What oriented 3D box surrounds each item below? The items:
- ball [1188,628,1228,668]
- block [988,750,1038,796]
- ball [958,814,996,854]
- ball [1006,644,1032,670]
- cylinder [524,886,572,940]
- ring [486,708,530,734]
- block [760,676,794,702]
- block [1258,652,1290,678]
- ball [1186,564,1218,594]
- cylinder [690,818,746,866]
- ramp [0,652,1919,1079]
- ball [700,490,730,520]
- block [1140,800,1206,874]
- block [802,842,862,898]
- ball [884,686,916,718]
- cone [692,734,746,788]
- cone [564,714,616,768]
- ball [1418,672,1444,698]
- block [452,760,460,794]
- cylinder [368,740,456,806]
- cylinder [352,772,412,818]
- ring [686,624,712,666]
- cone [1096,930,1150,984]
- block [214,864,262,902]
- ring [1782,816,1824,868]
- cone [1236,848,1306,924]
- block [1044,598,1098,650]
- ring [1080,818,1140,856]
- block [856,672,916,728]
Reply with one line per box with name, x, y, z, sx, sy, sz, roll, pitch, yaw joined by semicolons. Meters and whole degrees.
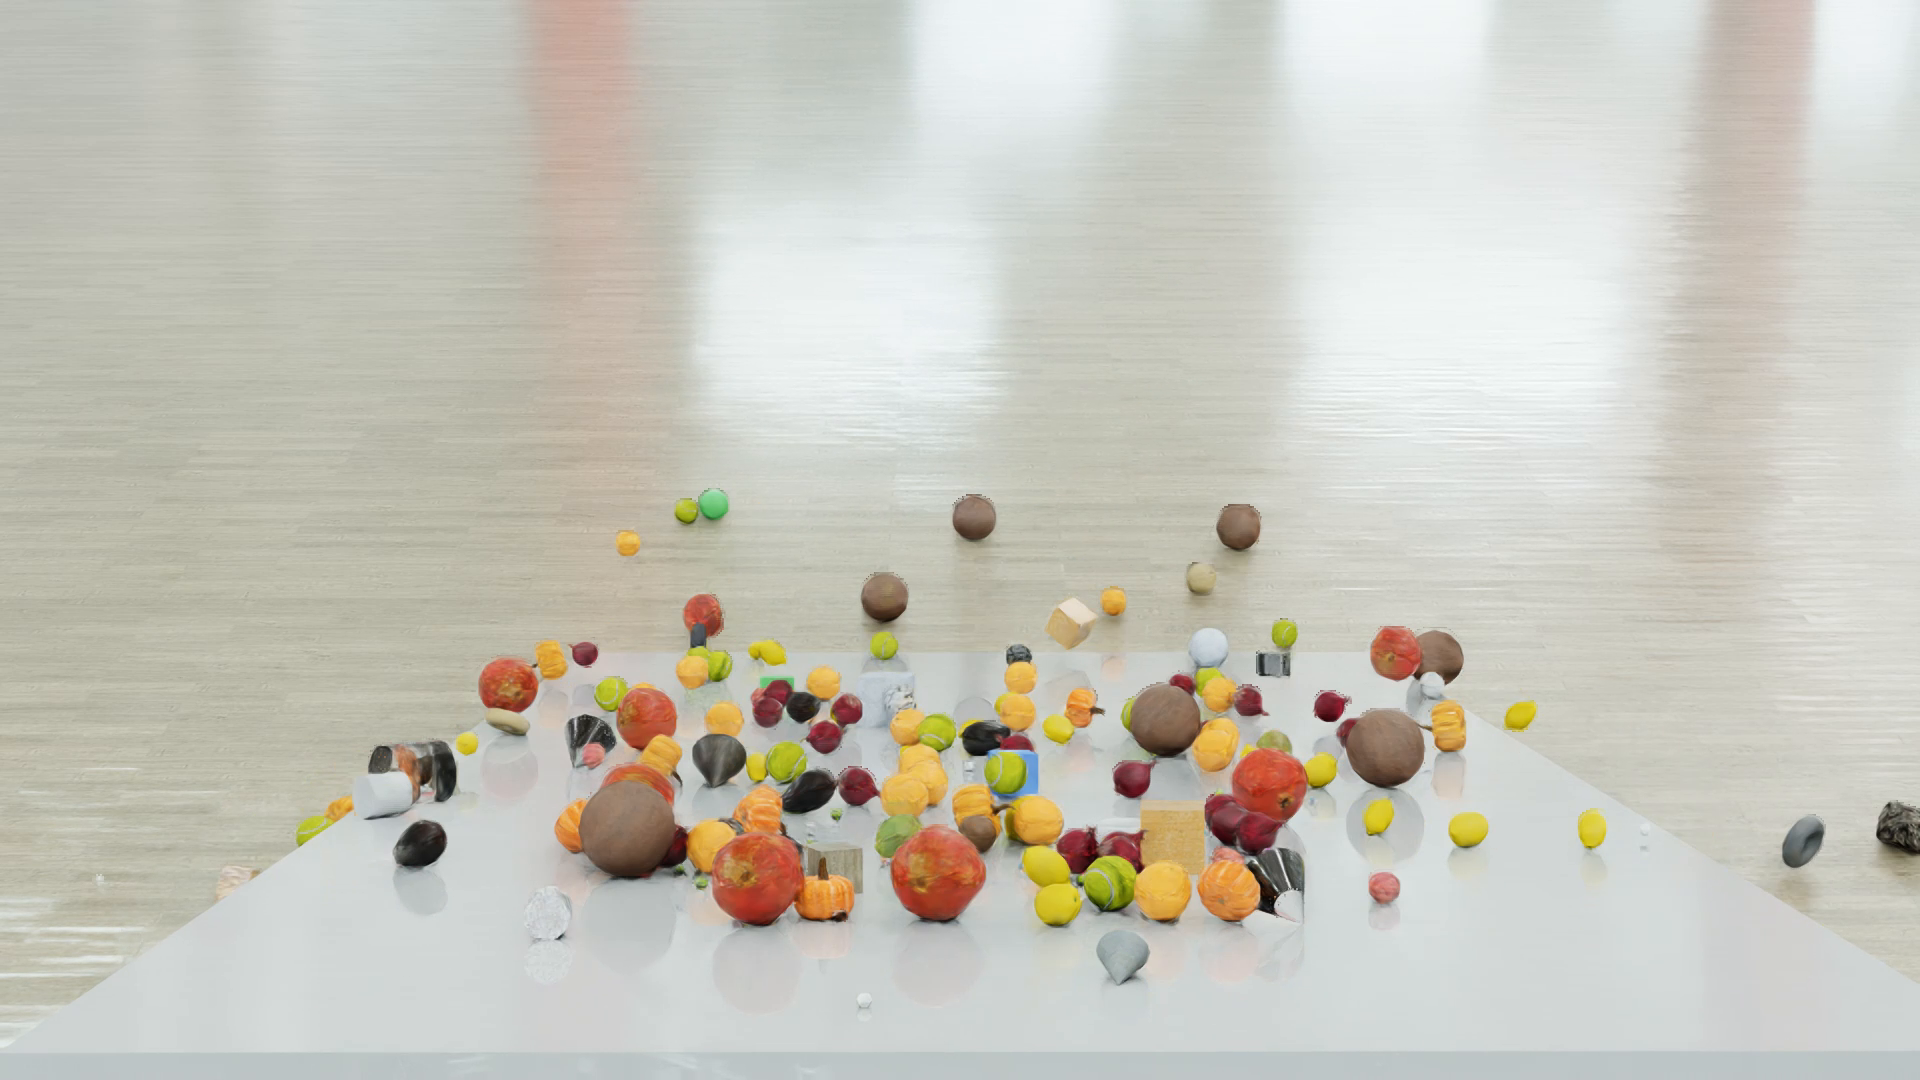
ball;0.595;0.258;6.144;0.096;0.096;0.096;0;21;0
block;0.086;0.380;4.202;0.066;0.066;0.066;-1;3;-15
ball;0.024;0.416;3.641;0.055;0.055;0.055;0;21;0
ball;0.139;0.277;6.105;0.062;0.062;0.062;0;21;0
cylinder;-0.493;0.447;3.081;0.054;0.054;0.054;-2;3;-4
ring;-0.867;0.348;4.926;0.089;0.030;0.089;15;-18;5
block;-0.391;0.318;5.480;0.051;0.051;0.051;3;4;43
block;0.731;0.288;5.977;0.053;0.053;0.053;2;4;32
ball;0.670;0.108;7.128;0.088;0.088;0.088;0;21;0
cylinder;-0.335;0.418;3.564;0.059;0.059;0.059;8;6;20
ramp;0.049;0.445;4.532;2.000;0.100;4.000;0;3;0
ball;-0.734;-0.104;7.676;0.089;0.089;0.089;0;21;0
block;0.291;0.406;3.519;0.087;0.087;0.087;0;3;4
block;-0.166;0.430;3.355;0.059;0.059;0.059;-2;4;-27
ball;-0.117;0.314;4.981;0.065;0.065;0.065;0;21;0
cone;-0.407;0.387;4.288;0.093;0.093;0.093;1;30;1
cone;-0.665;0.374;4.521;0.096;0.096;0.096;4;31;10
ball;1.012;0.312;5.519;0.056;0.056;0.056;0;21;0
block;-0.852;0.388;4.195;0.052;0.052;0.052;-2;4;-32
cylinder;-0.867;0.370;4.070;0.100;0.100;0.100;-3;18;-42
cylinder;-0.890;0.393;3.959;0.067;0.067;0.067;-3;17;-44
ring;-0.619;0.248;6.091;0.035;0.104;0.104;17;14;-22
cone;0.178;0.474;2.842;0.059;0.059;0.059;3;30;8
block;-1.515;0.740;5.450;0.080;0.080;0.080;4;-16;26
ring;1.842;0.660;5.618;0.123;0.123;0.041;-17;34;-37
cone;0.405;0.447;3.180;0.094;0.094;0.094;-7;32;-18
block;0.276;0.208;6.395;0.080;0.080;0.080;39;34;20
ring;0.230;0.422;3.664;0.121;0.040;0.121;-1;4;0
block;-0.146;0.316;5.068;0.099;0.099;0.099;0;3;9
